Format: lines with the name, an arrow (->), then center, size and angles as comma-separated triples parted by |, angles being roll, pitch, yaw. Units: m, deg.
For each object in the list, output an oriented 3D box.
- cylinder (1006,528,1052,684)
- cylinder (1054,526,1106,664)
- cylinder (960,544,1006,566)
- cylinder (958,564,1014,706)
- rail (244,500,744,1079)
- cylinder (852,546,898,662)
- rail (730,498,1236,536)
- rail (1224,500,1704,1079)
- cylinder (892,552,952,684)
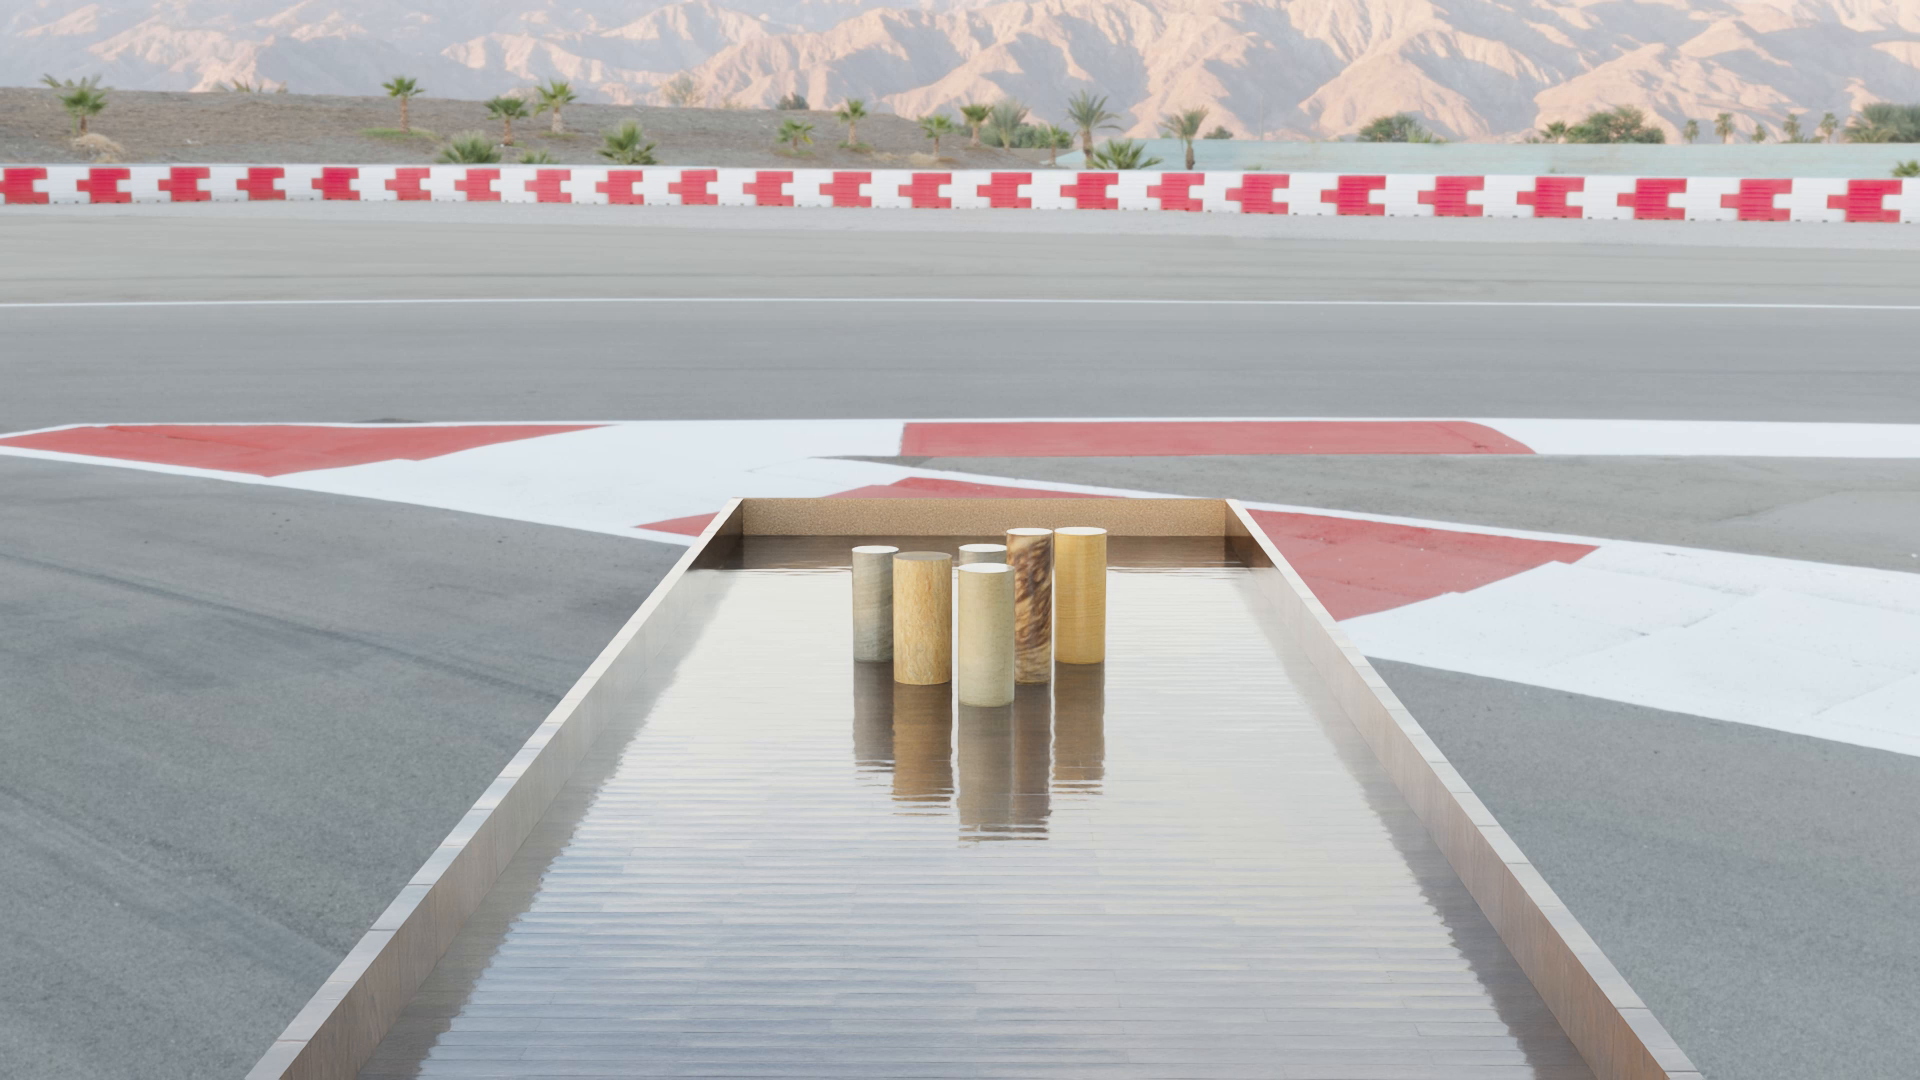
cylinder -> 0.201, 0.192, 6.397 | 0.133, 0.438, 0.133 | 0, 9, 0
cylinder -> 0.366, 0.167, 6.694 | 0.158, 0.394, 0.158 | 0, 9, 0
cylinder -> 0.072, 0.193, 6.694 | 0.150, 0.343, 0.150 | 0, 9, 0
cylinder -> 0.074, 0.264, 6.139 | 0.159, 0.378, 0.159 | 0, 9, 0
rail -> -1.004, 0.839, 3.234 | 0.050, 0.150, 12.000 | 0, 9, 1
cylinder -> -0.258, 0.194, 6.711 | 0.141, 0.336, 0.141 | 0, 9, 0
rail -> 0.099, -0.098, 9.147 | 2.100, 0.150, 0.050 | 0, 9, 1
rail -> 1.046, 0.843, 3.208 | 0.050, 0.150, 12.000 | 0, 9, 1
cylinder -> -0.109, 0.226, 6.424 | 0.173, 0.363, 0.173 | 0, 9, 0
